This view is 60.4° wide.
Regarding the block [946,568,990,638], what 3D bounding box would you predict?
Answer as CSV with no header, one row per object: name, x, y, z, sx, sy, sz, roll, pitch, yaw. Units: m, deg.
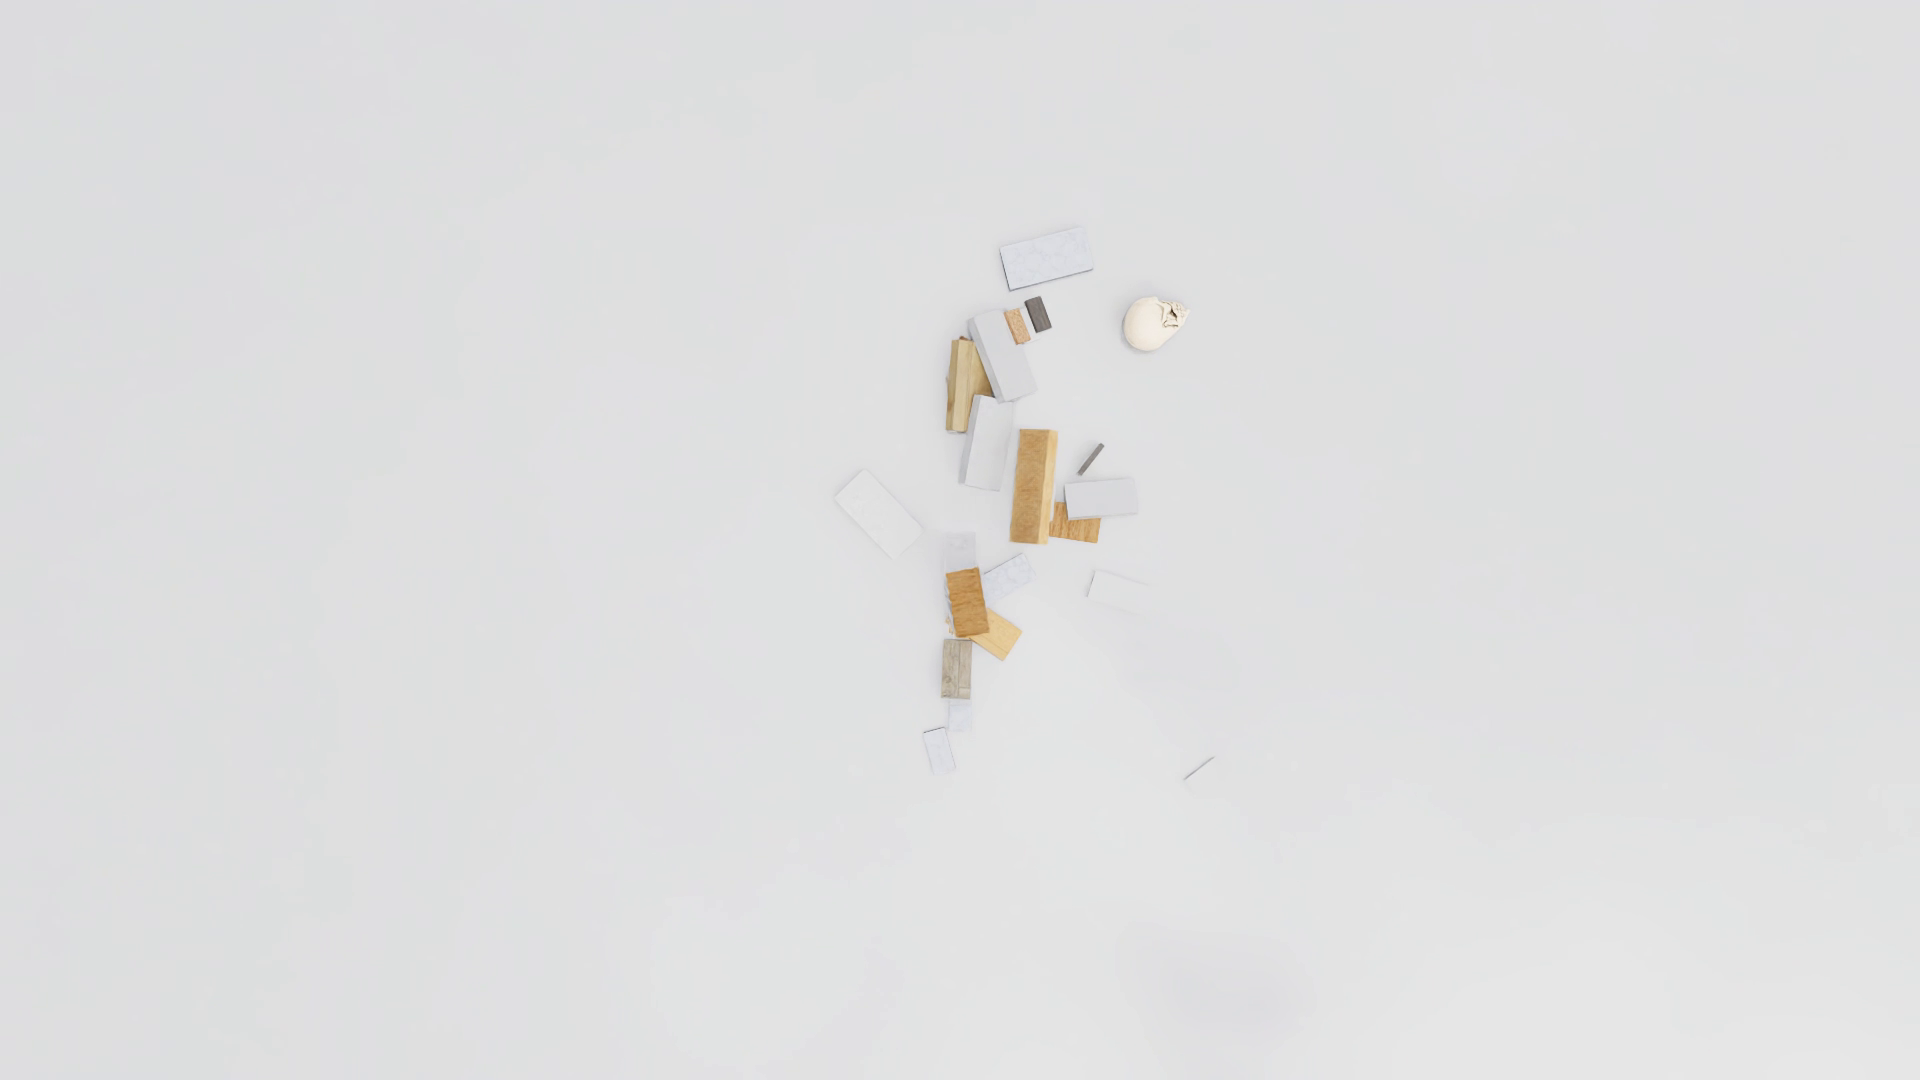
block,0.025,0.203,5.359,0.109,0.031,0.218,-11,66,2

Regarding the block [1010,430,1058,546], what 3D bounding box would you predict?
block,0.242,-0.175,5.431,0.041,0.144,0.375,6,90,-40

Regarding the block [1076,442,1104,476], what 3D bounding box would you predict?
block,0.432,-0.266,5.469,0.018,0.063,0.126,38,90,0

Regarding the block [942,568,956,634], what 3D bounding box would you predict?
block,0.012,0.190,5.441,0.109,0.031,0.218,-11,71,3

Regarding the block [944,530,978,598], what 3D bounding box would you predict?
block,0.003,0.080,5.445,0.109,0.031,0.218,-3,71,6

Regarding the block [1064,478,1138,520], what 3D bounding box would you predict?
block,0.466,-0.134,5.459,0.233,0.033,0.117,-5,73,-4

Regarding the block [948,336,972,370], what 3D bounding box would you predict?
block,0.007,-0.606,5.452,0.061,0.017,0.121,26,77,-34

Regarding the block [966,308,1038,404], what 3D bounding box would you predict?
block,0.140,-0.608,5.441,0.148,0.042,0.295,-21,90,-35

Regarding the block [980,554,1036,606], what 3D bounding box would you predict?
block,0.148,0.132,5.486,0.193,0.027,0.096,-29,90,0

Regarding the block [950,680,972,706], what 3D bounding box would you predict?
block,0.000,0.474,5.472,0.073,0.021,0.147,-2,77,-1

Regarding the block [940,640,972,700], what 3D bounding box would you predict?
block,-0.011,0.428,5.455,0.096,0.027,0.193,2,71,1

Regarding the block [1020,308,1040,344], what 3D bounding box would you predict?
block,0.221,-0.714,5.492,0.057,0.016,0.113,-21,90,0

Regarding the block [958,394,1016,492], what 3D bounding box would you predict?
block,0.089,-0.319,5.440,0.148,0.042,0.295,11,90,-36

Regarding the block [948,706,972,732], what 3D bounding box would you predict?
block,0.002,0.564,5.490,0.073,0.021,0.147,2,90,0

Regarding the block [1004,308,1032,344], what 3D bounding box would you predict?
block,0.190,-0.708,5.461,0.057,0.016,0.113,-22,90,-34

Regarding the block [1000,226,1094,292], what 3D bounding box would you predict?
block,0.287,-0.933,5.480,0.287,0.041,0.144,-14,90,0

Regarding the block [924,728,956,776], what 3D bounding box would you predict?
block,-0.068,0.704,5.490,0.073,0.021,0.147,-15,90,0

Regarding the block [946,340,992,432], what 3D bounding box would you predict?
block,0.034,-0.503,5.440,0.148,0.042,0.295,4,90,-36

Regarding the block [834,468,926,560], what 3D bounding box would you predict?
block,-0.267,-0.084,5.480,0.144,0.041,0.287,-44,90,0

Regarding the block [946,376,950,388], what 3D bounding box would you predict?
block,-0.010,-0.482,5.474,0.061,0.017,0.122,-6,90,0

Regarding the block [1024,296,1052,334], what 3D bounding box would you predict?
block,0.260,-0.750,5.483,0.057,0.016,0.113,-20,90,-20

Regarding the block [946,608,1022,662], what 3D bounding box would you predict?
block,0.078,0.289,5.470,0.233,0.033,0.117,34,76,0

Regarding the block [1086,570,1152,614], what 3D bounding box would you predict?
block,0.529,0.174,5.486,0.193,0.027,0.096,17,90,0

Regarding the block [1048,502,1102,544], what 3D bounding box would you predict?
block,0.349,-0.064,5.483,0.233,0.033,0.117,9,90,0

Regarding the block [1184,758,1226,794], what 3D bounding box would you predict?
block,0.816,0.786,5.491,0.126,0.018,0.063,-37,90,0

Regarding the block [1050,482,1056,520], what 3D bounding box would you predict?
block,0.281,-0.129,5.458,0.063,0.018,0.126,6,90,0
